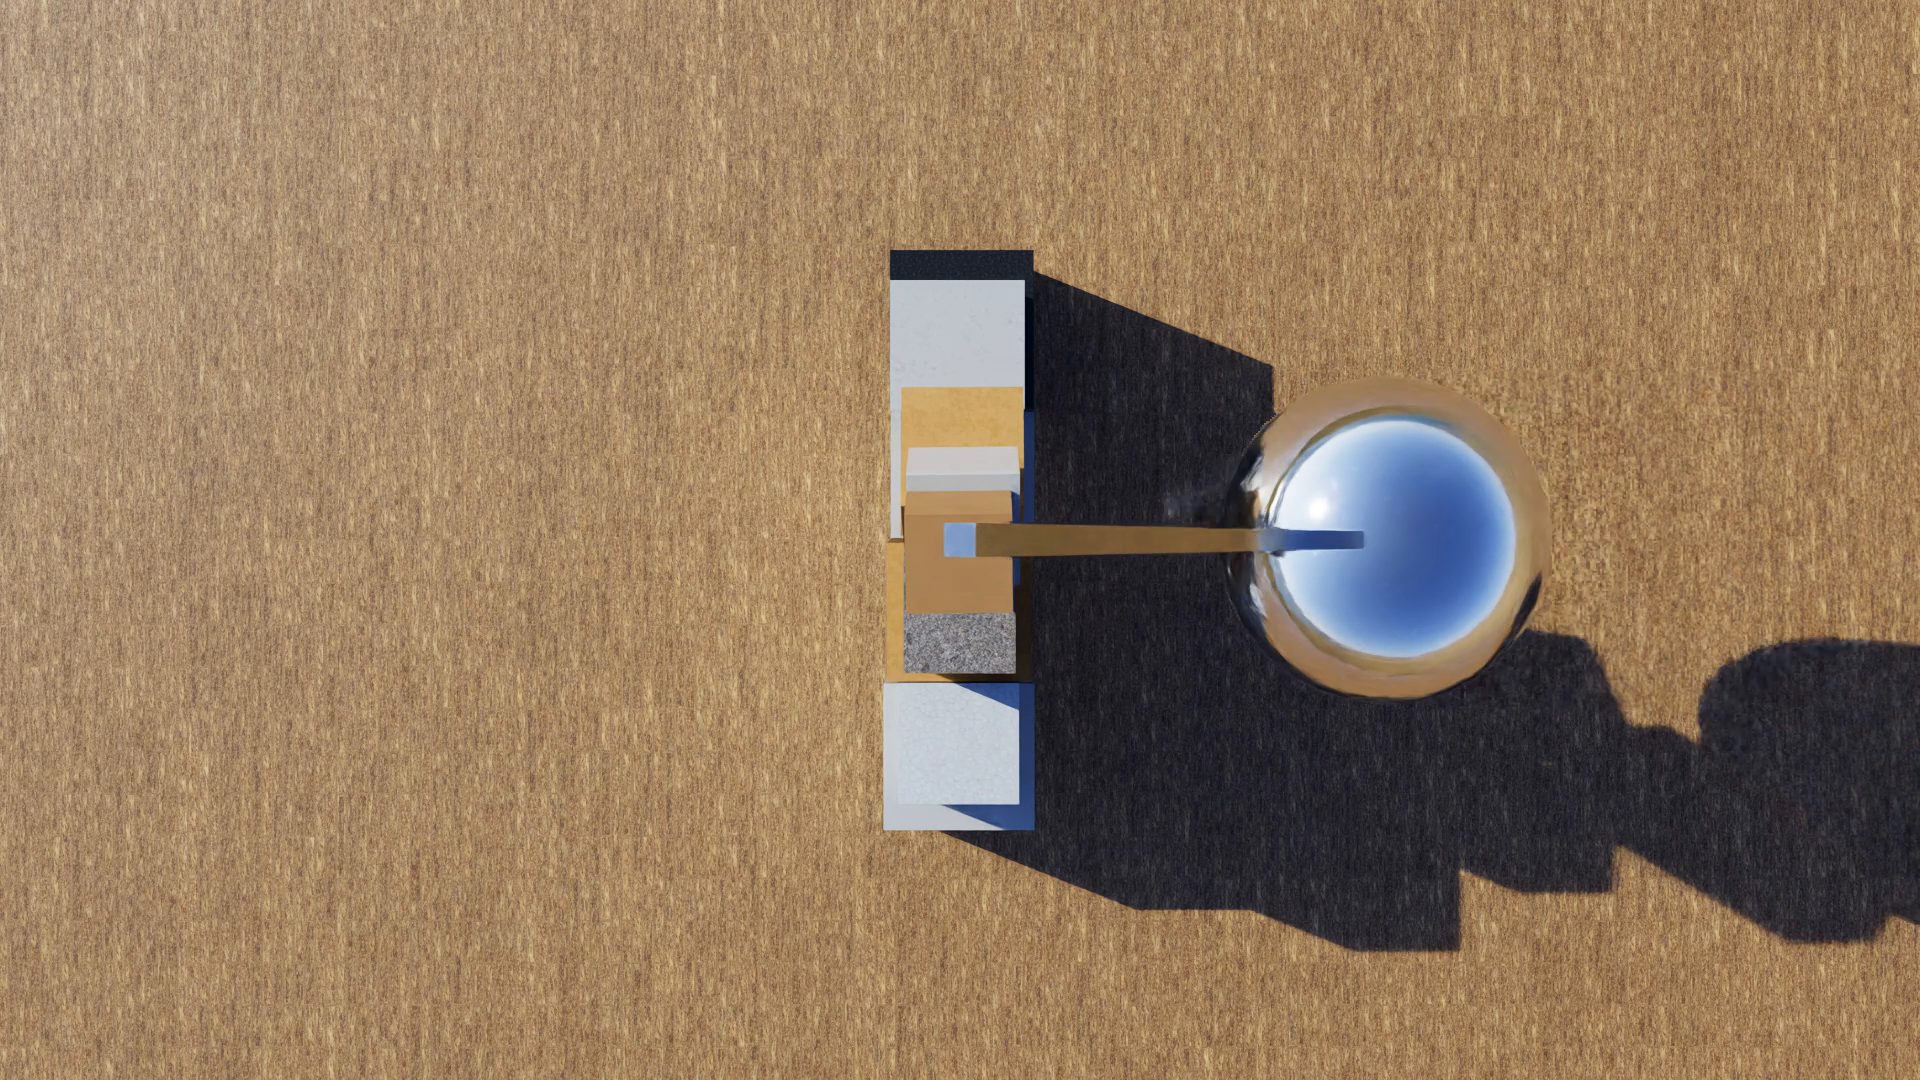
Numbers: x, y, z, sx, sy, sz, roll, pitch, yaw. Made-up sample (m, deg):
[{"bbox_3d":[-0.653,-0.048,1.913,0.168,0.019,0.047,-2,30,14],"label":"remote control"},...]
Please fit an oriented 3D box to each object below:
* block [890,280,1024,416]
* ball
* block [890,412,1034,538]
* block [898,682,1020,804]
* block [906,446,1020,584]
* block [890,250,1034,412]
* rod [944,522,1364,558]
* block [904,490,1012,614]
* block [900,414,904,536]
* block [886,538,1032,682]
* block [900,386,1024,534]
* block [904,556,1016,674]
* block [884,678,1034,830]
[{"bbox_3d":[-0.014,-1.022,11.838,0.703,0.659,0.674,0,90,0],"label":"block"},{"bbox_3d":[2.074,0.000,10.775,1.600,1.600,1.600,0,90,0],"label":"ball"},{"bbox_3d":[0.014,-0.330,12.636,0.801,0.728,0.768,0,90,0],"label":"block"},{"bbox_3d":[-0.005,1.063,11.816,0.628,0.682,0.632,0,90,0],"label":"block"},{"bbox_3d":[0.018,-0.120,10.592,0.532,0.523,0.544,-1,107,0],"label":"block"},{"bbox_3d":[0.010,-1.164,12.584,0.795,0.833,0.880,0,90,0],"label":"block"},{"bbox_3d":[0.899,0.000,7.584,0.080,5.200,0.080,0,90,20],"label":"rod"},{"bbox_3d":[-0.004,0.052,10.162,0.487,0.399,0.469,-1,107,0],"label":"block"},{"bbox_3d":[0.003,-0.349,11.990,0.635,0.563,0.653,0,90,0],"label":"block"},{"bbox_3d":[-0.004,0.366,11.913,0.757,0.739,0.729,0,92,0],"label":"block"},{"bbox_3d":[0.012,-0.364,11.280,0.611,0.703,0.628,0,73,0],"label":"block"},{"bbox_3d":[-0.001,0.357,11.235,0.558,0.614,0.591,0,92,0],"label":"block"},{"bbox_3d":[-0.005,1.199,12.578,0.834,0.843,0.810,0,90,0],"label":"block"}]
